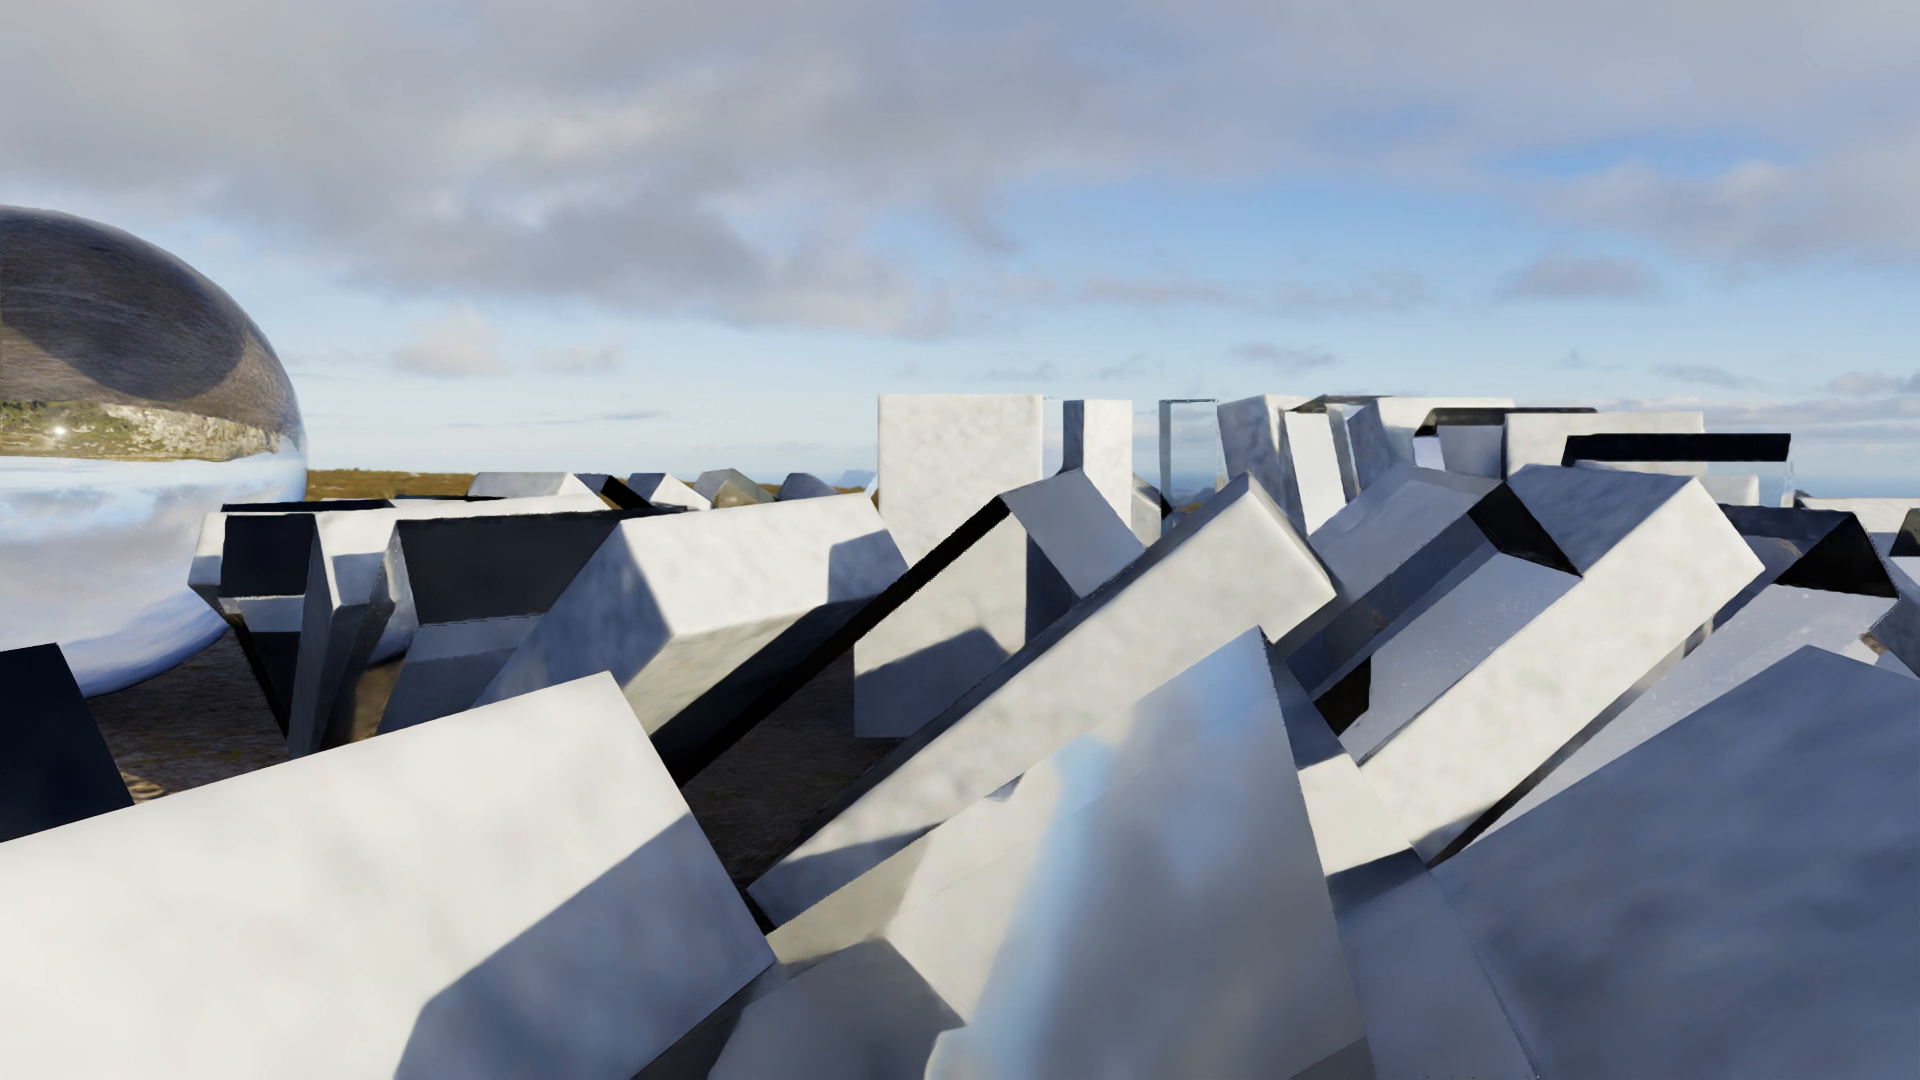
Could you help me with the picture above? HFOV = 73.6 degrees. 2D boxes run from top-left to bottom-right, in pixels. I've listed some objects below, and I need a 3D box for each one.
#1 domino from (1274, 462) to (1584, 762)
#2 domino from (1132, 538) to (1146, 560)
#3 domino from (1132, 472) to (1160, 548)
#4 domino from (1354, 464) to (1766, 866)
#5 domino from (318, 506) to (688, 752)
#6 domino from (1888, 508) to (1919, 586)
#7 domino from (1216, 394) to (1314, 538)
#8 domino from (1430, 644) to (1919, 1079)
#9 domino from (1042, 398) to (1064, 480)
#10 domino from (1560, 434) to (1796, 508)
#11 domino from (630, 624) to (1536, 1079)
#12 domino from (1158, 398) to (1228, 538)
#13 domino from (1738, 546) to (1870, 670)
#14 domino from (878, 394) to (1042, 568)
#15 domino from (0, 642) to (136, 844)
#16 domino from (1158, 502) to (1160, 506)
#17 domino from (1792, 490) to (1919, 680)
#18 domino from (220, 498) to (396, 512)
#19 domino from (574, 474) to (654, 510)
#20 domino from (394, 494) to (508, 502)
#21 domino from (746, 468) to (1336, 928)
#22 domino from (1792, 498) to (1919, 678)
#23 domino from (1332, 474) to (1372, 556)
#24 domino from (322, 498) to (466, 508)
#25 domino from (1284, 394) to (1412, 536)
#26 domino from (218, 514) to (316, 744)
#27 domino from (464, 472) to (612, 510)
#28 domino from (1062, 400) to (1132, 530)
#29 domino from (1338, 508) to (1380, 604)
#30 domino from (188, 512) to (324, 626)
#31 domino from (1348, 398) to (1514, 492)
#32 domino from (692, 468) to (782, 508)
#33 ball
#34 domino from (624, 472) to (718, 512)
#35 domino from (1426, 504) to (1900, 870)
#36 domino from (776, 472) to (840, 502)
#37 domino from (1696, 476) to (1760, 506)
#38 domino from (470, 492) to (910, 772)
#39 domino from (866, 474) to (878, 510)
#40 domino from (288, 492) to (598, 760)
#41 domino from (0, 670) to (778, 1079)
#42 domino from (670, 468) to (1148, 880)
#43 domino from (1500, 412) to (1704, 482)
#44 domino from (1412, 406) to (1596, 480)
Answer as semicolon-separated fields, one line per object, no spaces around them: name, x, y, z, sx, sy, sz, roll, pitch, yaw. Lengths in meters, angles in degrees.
domino;0.024;0.014;0.109;0.050;0.010;0.025;-41;4;5
domino;0.038;0.001;0.321;0.050;0.009;0.025;34;12;10
domino;0.056;0.001;0.318;0.050;0.009;0.025;37;16;17
domino;0.040;0.014;0.111;0.050;0.009;0.025;-41;7;0
domino;-0.045;0.015;0.125;0.025;0.009;0.050;-4;-29;-37
domino;0.167;0.012;0.191;0.025;0.009;0.050;0;33;3
domino;0.059;0.000;0.228;0.009;0.050;0.025;-11;-3;35
domino;0.005;0.022;0.028;0.050;0.010;0.025;-35;0;9
domino;0.005;0.001;0.222;0.025;0.050;0.010;4;6;45
domino;0.082;0.009;0.154;0.025;0.050;0.010;3;-36;38
domino;-0.011;0.022;0.030;0.050;0.009;0.025;-35;0;12
domino;0.043;0.000;0.234;0.010;0.050;0.025;0;4;16
domino;0.149;0.006;0.255;0.025;0.009;0.050;1;34;-22
domino;0.000;0.002;0.201;0.025;0.050;0.009;0;4;0
domino;-0.048;0.022;0.036;0.050;0.010;0.025;-35;-9;24
domino;0.075;0.001;0.312;0.050;0.009;0.025;39;21;21
domino;0.158;0.008;0.234;0.025;0.010;0.050;1;34;-11
domino;-0.085;0.010;0.194;0.025;0.009;0.050;-1;-27;11
domino;-0.063;0.004;0.271;0.025;0.010;0.050;5;-29;47
domino;-0.078;0.008;0.235;0.025;0.009;0.050;2;-26;25
domino;0.007;0.014;0.108;0.050;0.010;0.025;-40;-3;14
domino;0.164;0.010;0.213;0.025;0.009;0.050;0;34;-4
domino;0.107;0.003;0.295;0.025;0.009;0.050;-4;39;-49
domino;-0.082;0.009;0.214;0.025;0.009;0.050;1;-27;14
domino;0.072;0.001;0.218;0.025;0.050;0.009;-2;-12;-30
domino;-0.070;0.013;0.155;0.025;0.010;0.050;-1;-28;-19
domino;-0.071;0.005;0.252;0.025;0.009;0.050;2;-32;31
domino;0.020;0.000;0.232;0.010;0.050;0.025;-2;5;-23
domino;0.091;0.002;0.305;0.050;0.010;0.025;40;23;26
domino;-0.080;0.012;0.174;0.025;0.010;0.050;0;-27;-6
domino;0.080;0.002;0.205;0.025;0.050;0.009;-1;-17;-14
domino;-0.038;0.002;0.295;0.050;0.009;0.025;35;-15;-23
ball;-0.150;-0.013;0.208;0.080;0.080;0.080;0;4;0
domino;-0.051;0.003;0.286;0.050;0.009;0.025;37;-15;-27
domino;0.056;0.015;0.119;0.050;0.010;0.025;-37;12;-9
domino;-0.020;0.002;0.305;0.050;0.009;0.025;34;-7;-16
domino;0.069;0.013;0.139;0.025;0.010;0.050;3;45;39
domino;-0.029;0.015;0.113;0.025;0.009;0.050;-10;-26;-50
domino;-0.001;0.002;0.312;0.050;0.010;0.025;33;-1;-9
domino;-0.056;0.013;0.137;0.025;0.009;0.050;-7;-28;-34
domino;-0.031;0.022;0.033;0.050;0.009;0.025;-35;-7;18
domino;-0.008;0.014;0.110;0.050;0.010;0.025;-40;-6;19
domino;0.087;0.006;0.173;0.025;0.050;0.009;1;-29;19
domino;0.085;0.004;0.189;0.025;0.050;0.009;0;-25;-1
